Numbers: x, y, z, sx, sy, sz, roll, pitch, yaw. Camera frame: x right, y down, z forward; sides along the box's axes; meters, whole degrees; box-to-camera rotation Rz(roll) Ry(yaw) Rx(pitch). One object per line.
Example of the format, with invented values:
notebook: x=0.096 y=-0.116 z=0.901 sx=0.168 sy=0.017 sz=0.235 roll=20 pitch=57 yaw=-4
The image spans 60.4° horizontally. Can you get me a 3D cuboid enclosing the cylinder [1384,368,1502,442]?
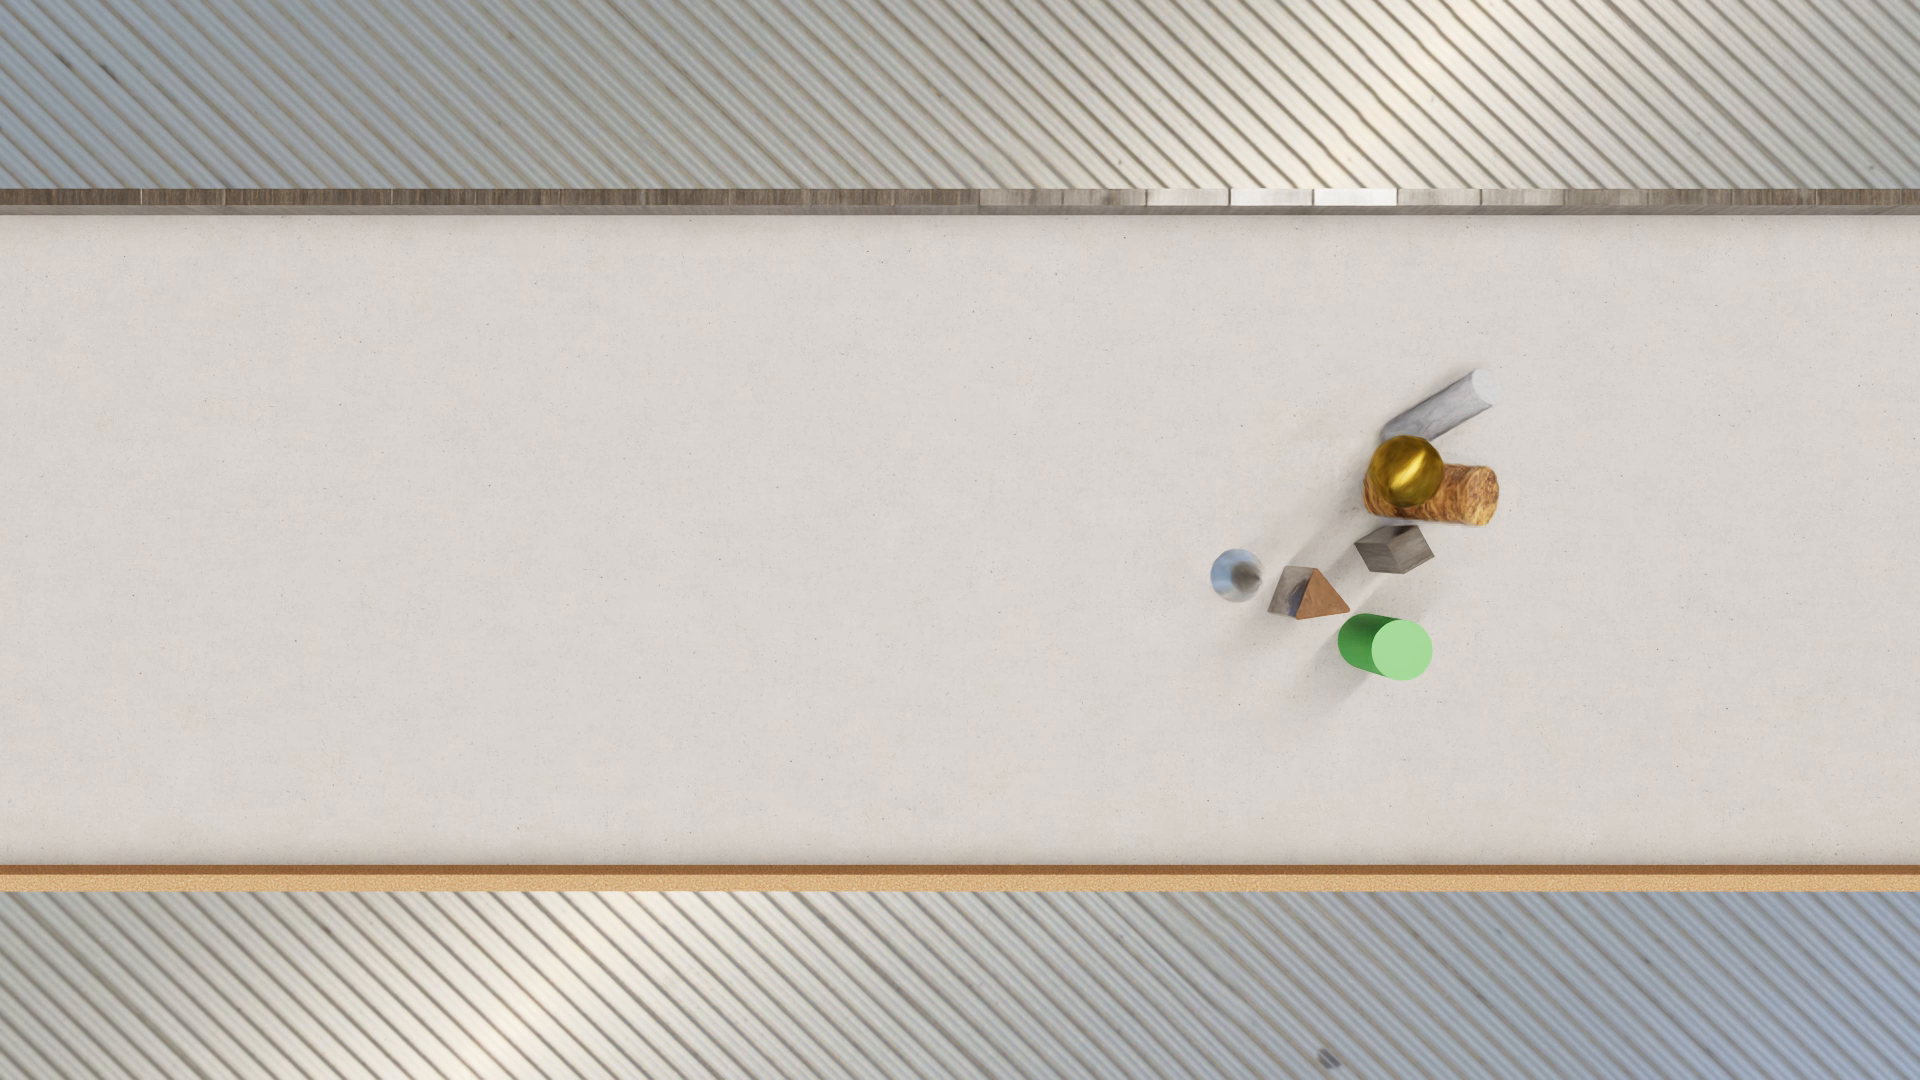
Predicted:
cylinder: x=1.427 y=-0.376 z=4.895 sx=0.115 sy=0.369 sz=0.115 roll=13 pitch=63 yaw=-26

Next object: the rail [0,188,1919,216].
rail: x=-2.247 y=-1.025 z=5.002 sx=12.000 sy=0.150 sz=0.050 roll=0 pitch=90 yaw=0

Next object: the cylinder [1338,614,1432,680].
cylinder: x=1.249 y=0.311 z=4.868 sx=0.173 sy=0.418 sz=0.173 roll=0 pitch=90 yaw=0

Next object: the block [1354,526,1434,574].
block: x=1.281 y=0.028 z=4.884 sx=0.103 sy=0.386 sz=0.103 roll=-29 pitch=90 yaw=0

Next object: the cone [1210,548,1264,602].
cone: x=0.854 y=0.109 z=4.883 sx=0.166 sy=0.388 sz=0.166 roll=0 pitch=90 yaw=0

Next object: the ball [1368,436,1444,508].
ball: x=1.274 y=-0.196 z=4.712 sx=0.206 sy=0.206 sz=0.206 roll=0 pitch=90 yaw=0

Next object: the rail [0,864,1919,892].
rail: x=-2.247 y=1.025 z=5.001 sx=12.000 sy=0.150 sz=0.050 roll=0 pitch=90 yaw=0

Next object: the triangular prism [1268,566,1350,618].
triangular prism: x=1.014 y=0.145 z=4.863 sx=0.155 sy=0.428 sz=0.134 roll=-9 pitch=90 yaw=0

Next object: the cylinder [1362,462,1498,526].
cylinder: x=1.392 y=-0.144 z=4.890 sx=0.175 sy=0.348 sz=0.175 roll=-7 pitch=100 yaw=-42
